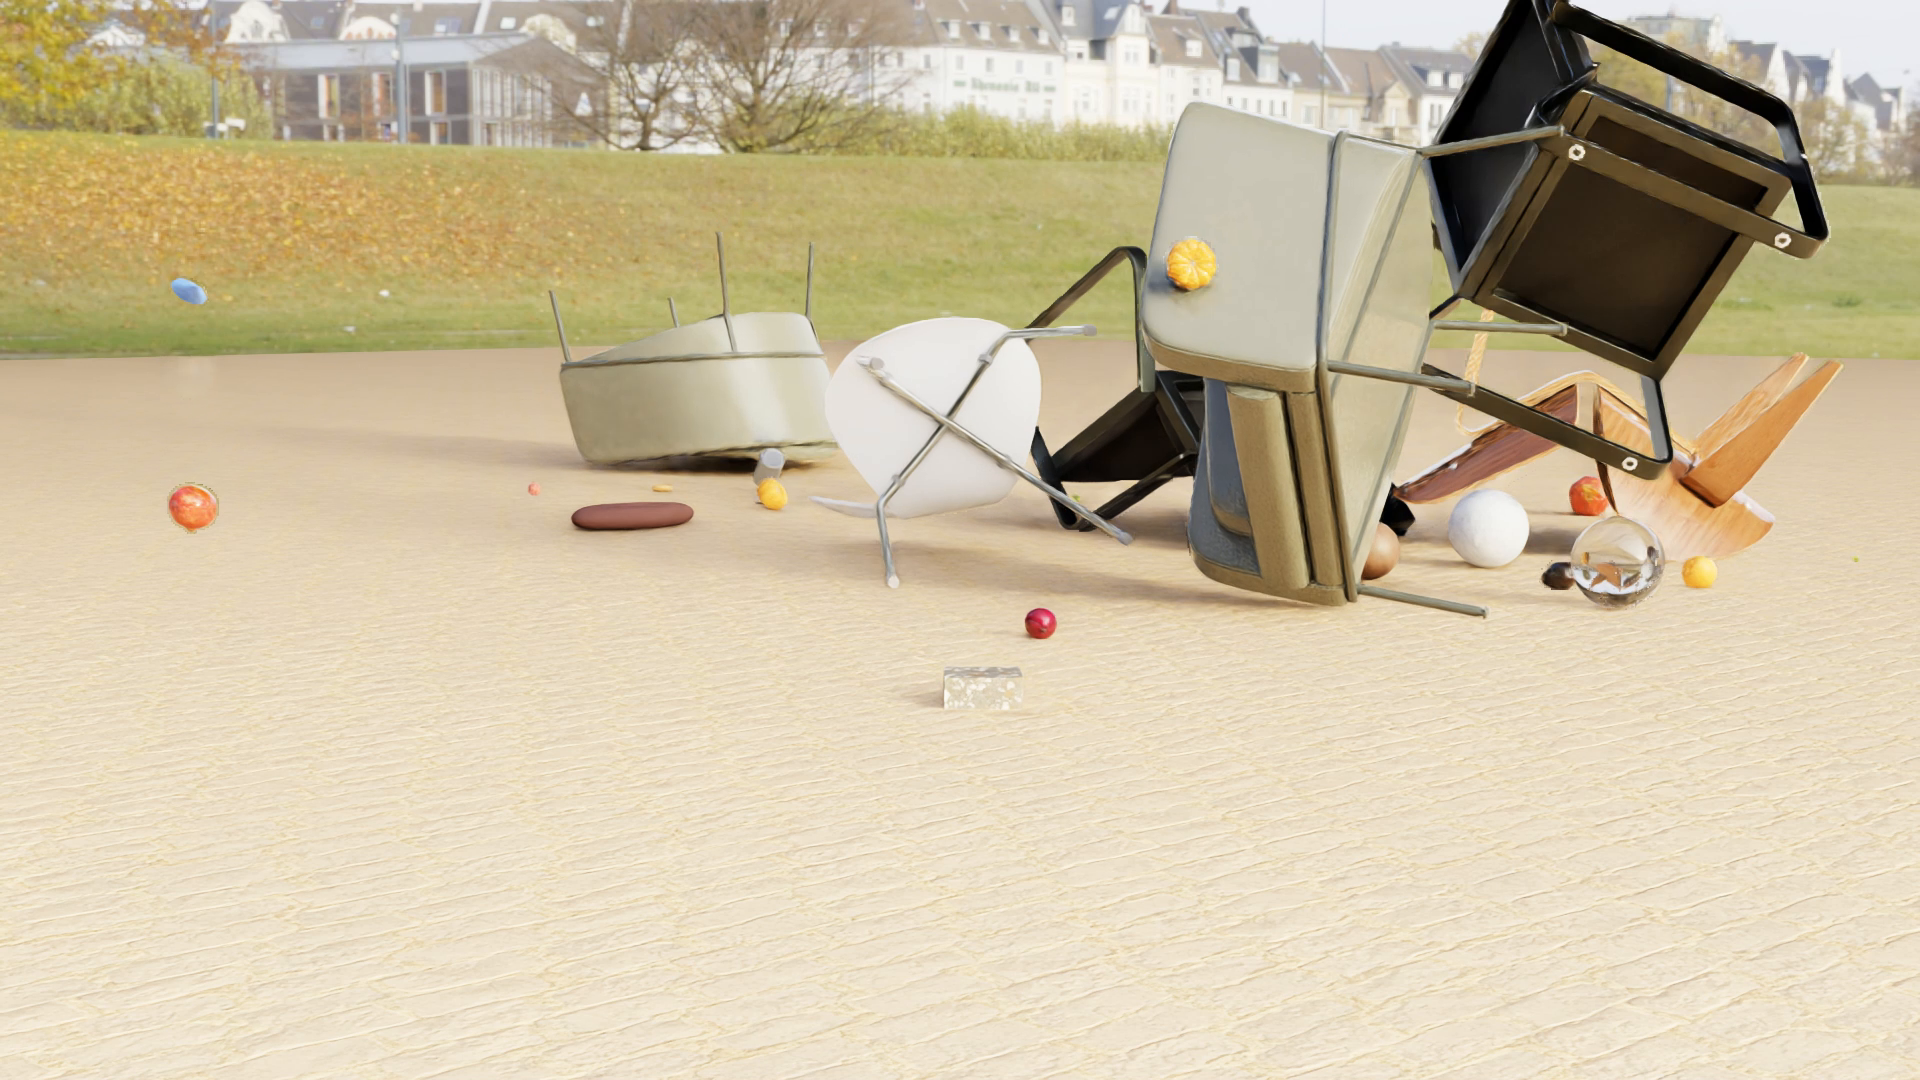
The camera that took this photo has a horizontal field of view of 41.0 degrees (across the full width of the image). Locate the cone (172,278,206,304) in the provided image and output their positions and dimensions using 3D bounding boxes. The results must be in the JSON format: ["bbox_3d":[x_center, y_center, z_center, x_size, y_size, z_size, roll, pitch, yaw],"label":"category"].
[{"bbox_3d":[-1.774,-0.581,5.933,0.085,0.049,0.086,29,-16,-24],"label":"cone"}]

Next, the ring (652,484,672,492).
[{"bbox_3d":[-0.912,-0.160,7.868,0.061,0.021,0.068,4,6,30],"label":"ring"}]

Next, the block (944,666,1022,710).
[{"bbox_3d":[0.035,0.228,3.961,0.119,0.049,0.109,0,6,-1],"label":"block"}]

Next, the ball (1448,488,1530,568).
[{"bbox_3d":[1.194,-0.026,5.795,0.179,0.179,0.179,0,6,0],"label":"ball"}]

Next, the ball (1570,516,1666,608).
[{"bbox_3d":[1.303,0.045,5.082,0.184,0.184,0.184,0,6,0],"label":"ball"}]

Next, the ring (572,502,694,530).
[{"bbox_3d":[-0.860,-0.064,6.751,0.370,0.059,0.217,-5,7,-45],"label":"ring"}]

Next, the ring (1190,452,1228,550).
[{"bbox_3d":[0.594,-0.090,6.114,0.040,0.285,0.152,22,40,19],"label":"ring"}]
